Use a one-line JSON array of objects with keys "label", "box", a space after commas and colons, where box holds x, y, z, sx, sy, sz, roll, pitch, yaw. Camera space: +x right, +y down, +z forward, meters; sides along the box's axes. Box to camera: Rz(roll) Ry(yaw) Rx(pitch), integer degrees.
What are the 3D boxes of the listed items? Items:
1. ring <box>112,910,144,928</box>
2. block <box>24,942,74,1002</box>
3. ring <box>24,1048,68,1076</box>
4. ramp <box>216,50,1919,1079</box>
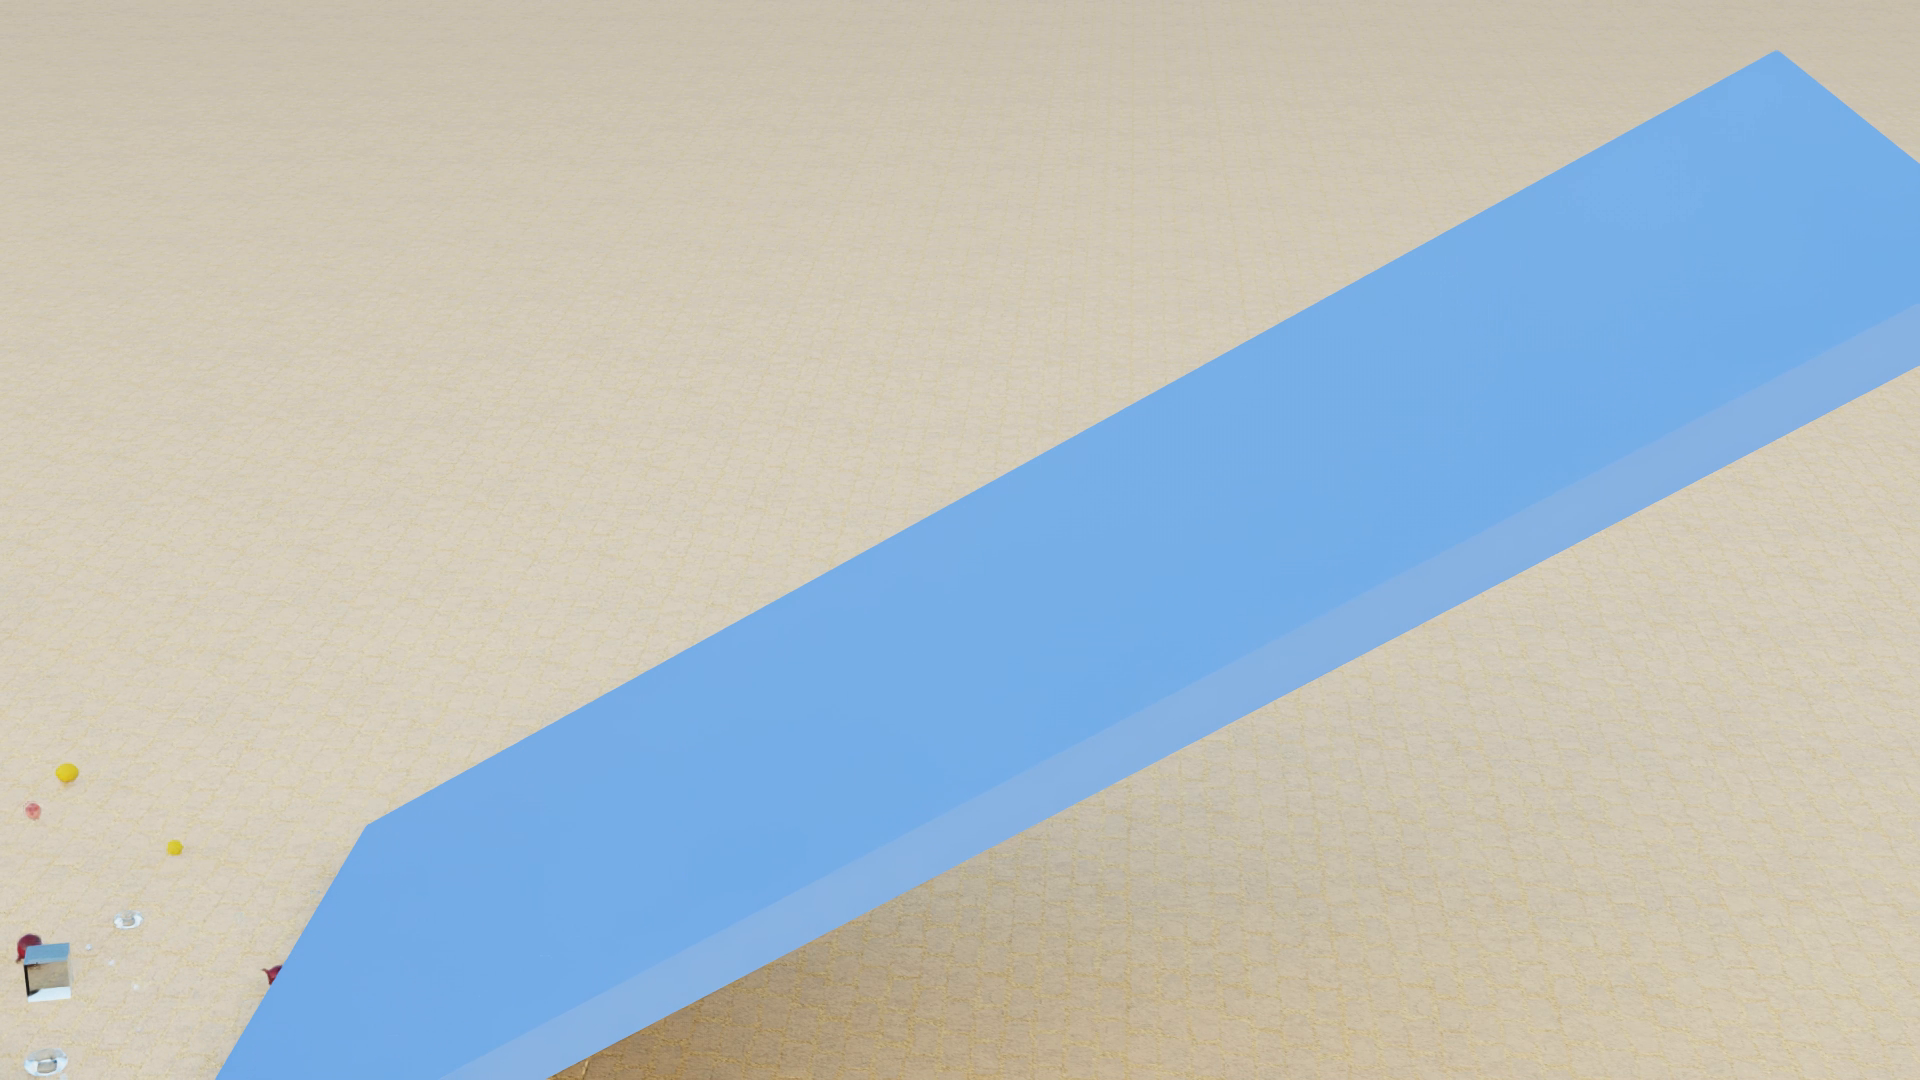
[{"label": "ring", "box": [-2.061, 0.940, 7.287, 0.076, 0.025, 0.076, -1, 18, 0]}, {"label": "block", "box": [-2.150, 1.020, 6.941, 0.098, 0.098, 0.098, -4, 19, -11]}, {"label": "ring", "box": [-2.051, 1.172, 6.601, 0.095, 0.032, 0.095, 1, 20, 0]}, {"label": "ramp", "box": [0.142, 0.168, 6.286, 4.000, 0.100, 2.000, -29, 15, 12]}]
